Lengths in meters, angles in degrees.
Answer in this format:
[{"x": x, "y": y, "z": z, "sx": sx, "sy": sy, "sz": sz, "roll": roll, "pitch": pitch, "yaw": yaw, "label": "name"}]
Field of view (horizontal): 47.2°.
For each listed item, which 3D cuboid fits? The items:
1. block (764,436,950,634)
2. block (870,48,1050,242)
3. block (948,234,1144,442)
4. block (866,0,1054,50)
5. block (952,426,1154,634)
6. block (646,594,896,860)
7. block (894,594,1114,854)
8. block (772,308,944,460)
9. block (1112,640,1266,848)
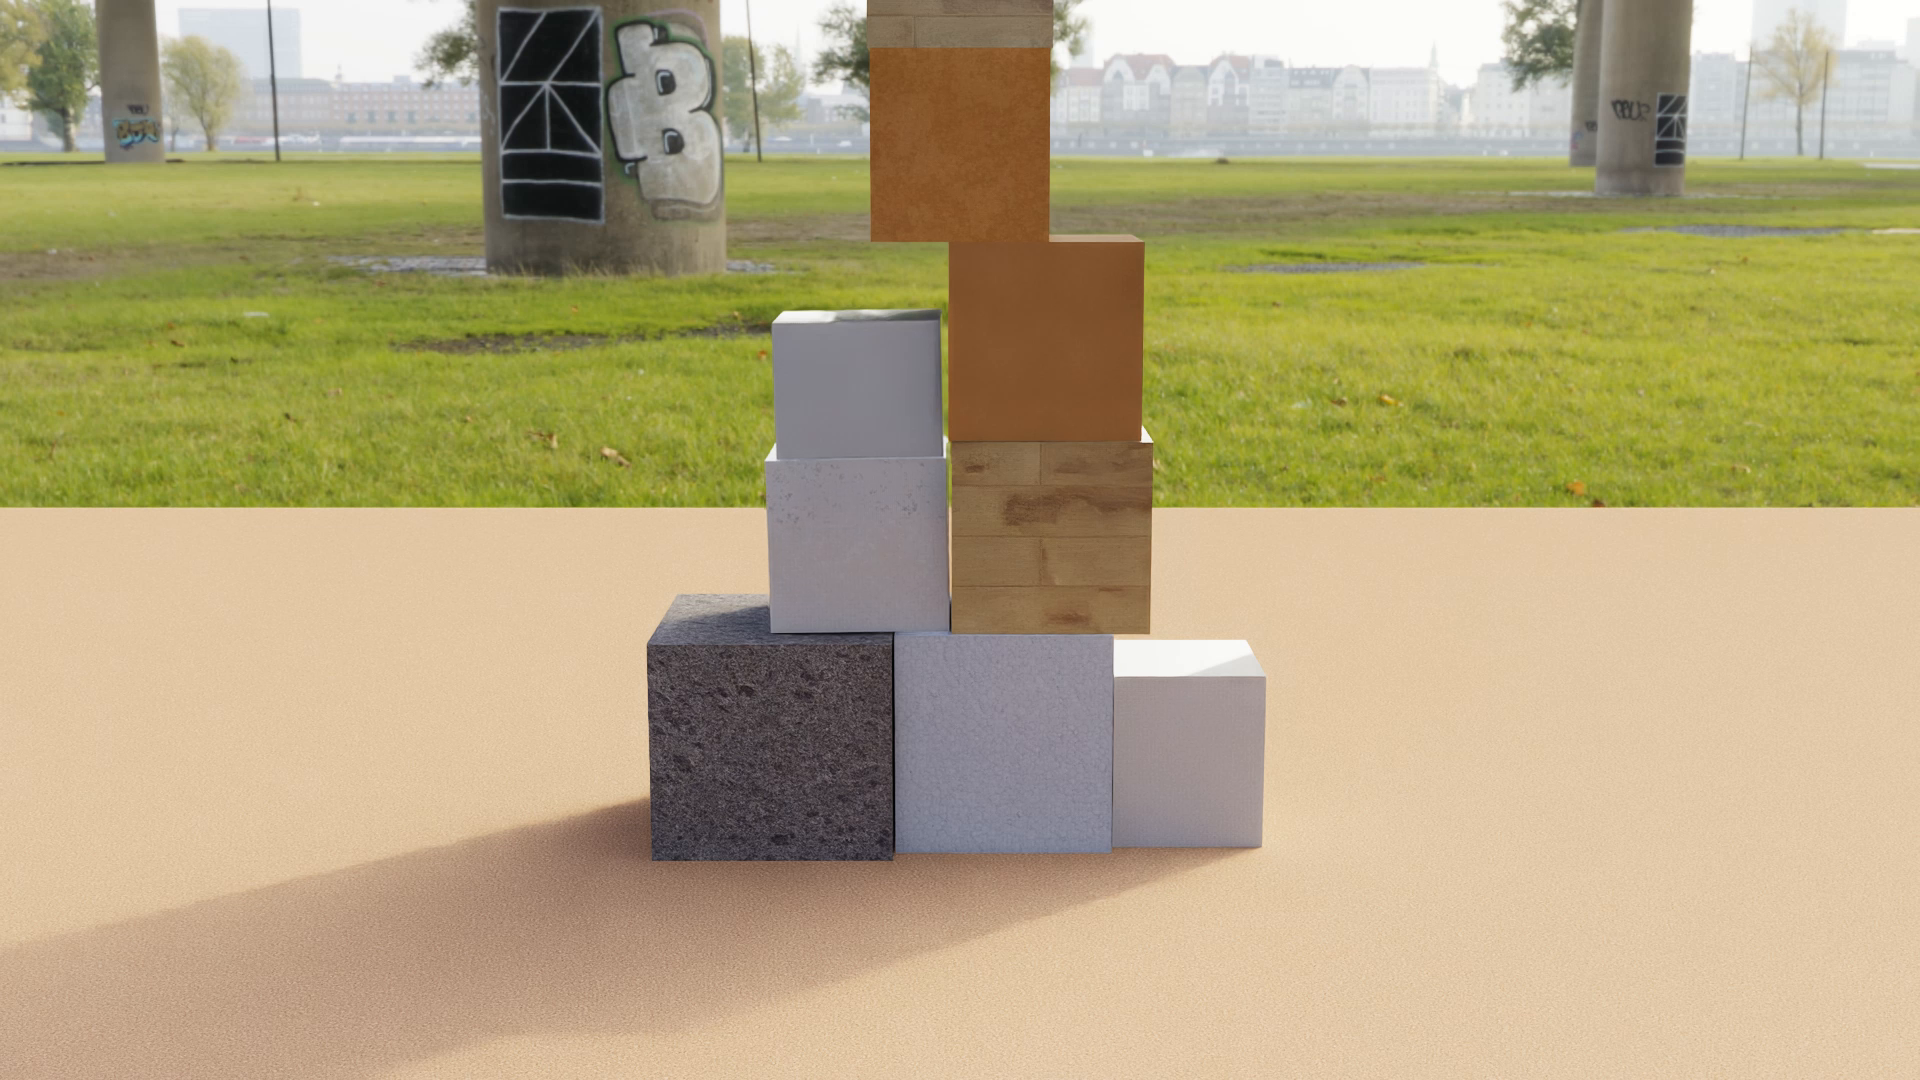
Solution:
[{"x": -0.501, "y": -0.041, "z": 11.176, "sx": 0.882, "sy": 0.863, "sz": 0.801, "roll": -1, "pitch": 10, "yaw": 0, "label": "block"}, {"x": 0.000, "y": -1.944, "z": 10.833, "sx": 0.852, "sy": 0.906, "sz": 0.848, "roll": 0, "pitch": 10, "yaw": 0, "label": "block"}, {"x": 0.413, "y": -1.024, "z": 10.980, "sx": 0.934, "sy": 0.958, "sz": 0.828, "roll": 0, "pitch": 10, "yaw": 0, "label": "block"}, {"x": 0.000, "y": -2.782, "z": 10.659, "sx": 0.880, "sy": 0.804, "sz": 0.727, "roll": 0, "pitch": 10, "yaw": 0, "label": "block"}, {"x": 0.446, "y": -0.086, "z": 11.157, "sx": 0.976, "sy": 0.951, "sz": 0.907, "roll": 0, "pitch": 10, "yaw": 0, "label": "block"}, {"x": -0.926, "y": 0.937, "z": 11.353, "sx": 1.189, "sy": 1.094, "sz": 1.214, "roll": 0, "pitch": 10, "yaw": 0, "label": "block"}, {"x": 0.217, "y": 0.925, "z": 11.368, "sx": 1.076, "sy": 1.113, "sz": 1.008, "roll": 0, "pitch": 10, "yaw": 0, "label": "block"}, {"x": -0.495, "y": -0.792, "z": 11.034, "sx": 0.817, "sy": 0.666, "sz": 0.747, "roll": -1, "pitch": 10, "yaw": 0, "label": "block"}, {"x": 1.143, "y": 1.039, "z": 11.382, "sx": 0.756, "sy": 0.884, "sz": 0.807, "roll": 0, "pitch": 10, "yaw": 0, "label": "block"}]
